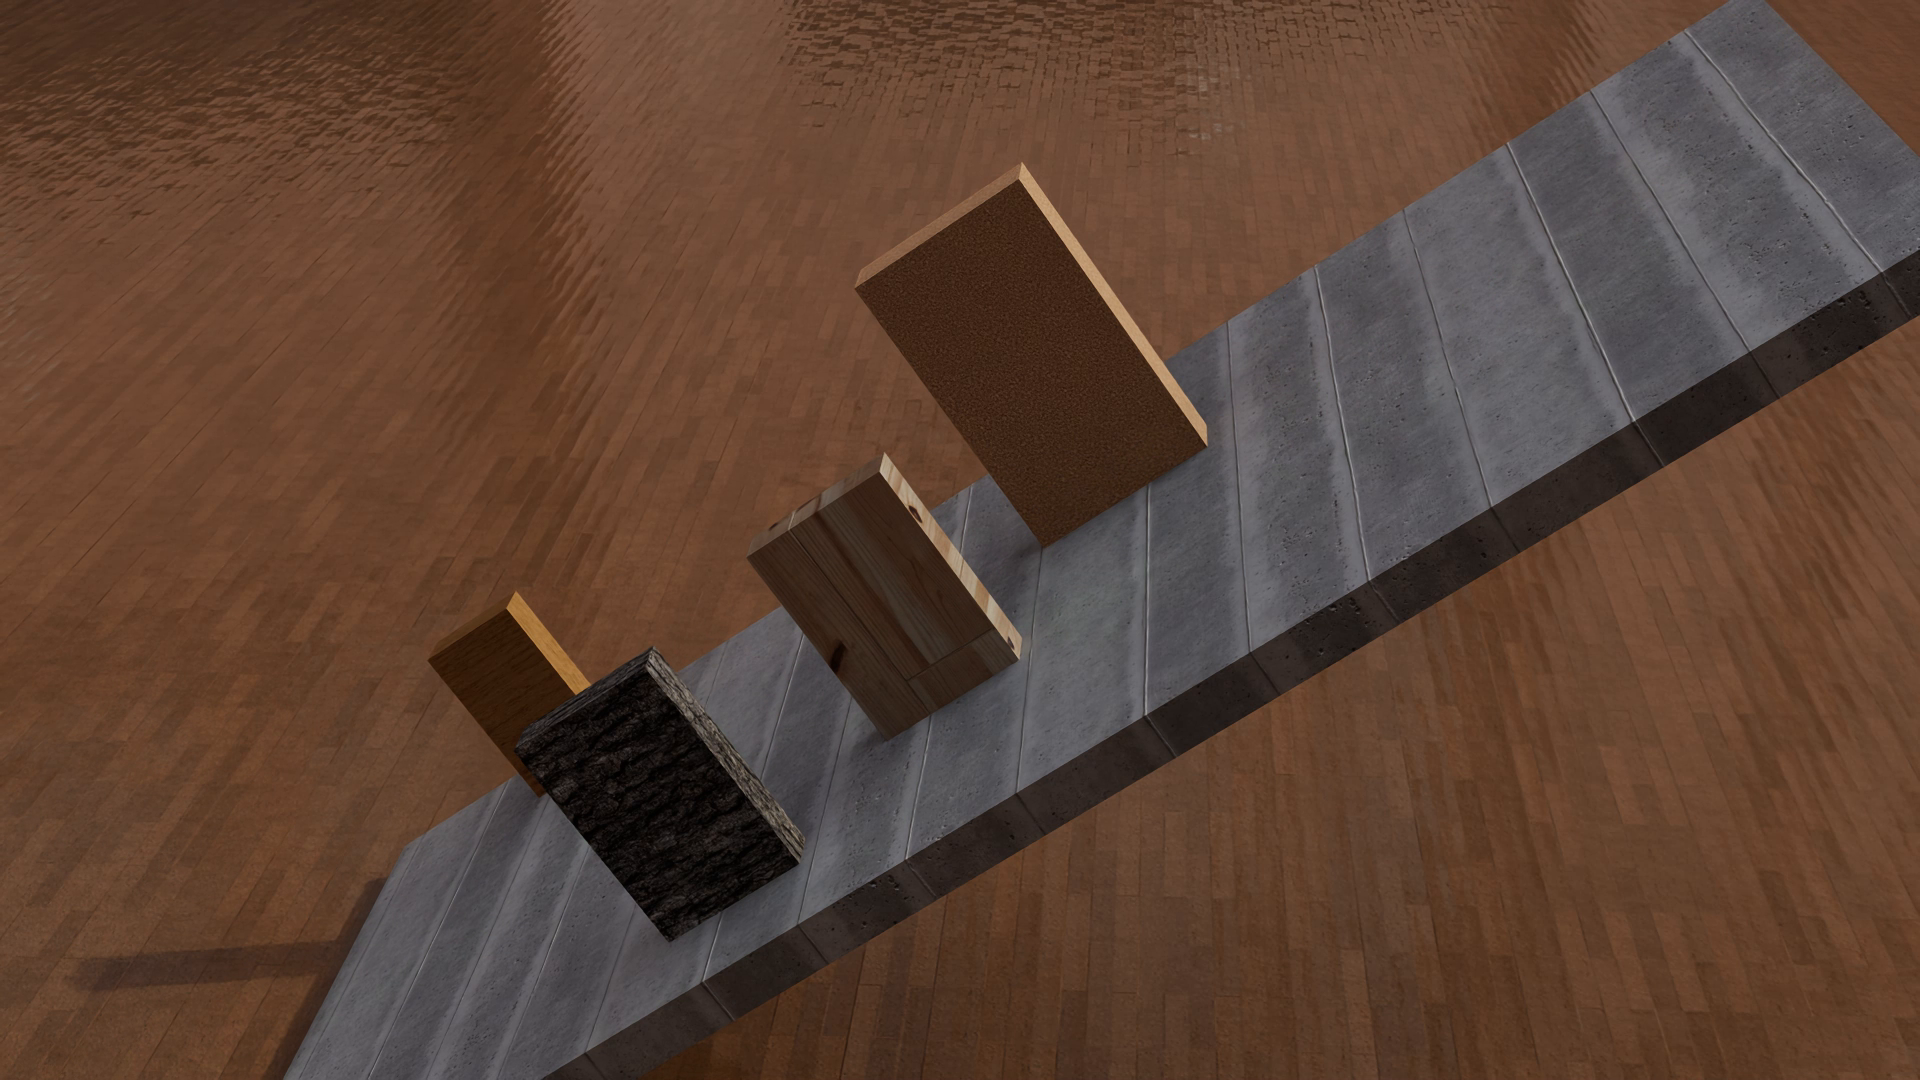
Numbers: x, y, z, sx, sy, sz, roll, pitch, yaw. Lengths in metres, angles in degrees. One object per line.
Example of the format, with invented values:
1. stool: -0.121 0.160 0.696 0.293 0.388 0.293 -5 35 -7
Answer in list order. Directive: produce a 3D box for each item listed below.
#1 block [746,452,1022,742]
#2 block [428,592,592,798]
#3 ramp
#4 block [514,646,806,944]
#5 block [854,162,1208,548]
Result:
1. block: -0.151 0.118 5.979 0.331 0.487 0.115 -32 16 15
2. block: -1.070 0.383 7.279 0.250 0.448 0.113 -32 16 15
3. ramp: 0.136 0.174 6.306 4.000 0.100 2.000 -32 16 15
4. block: -0.585 0.501 5.768 0.322 0.502 0.107 -32 16 15
5. block: 0.159 -0.395 6.380 0.428 0.716 0.145 -32 16 15
